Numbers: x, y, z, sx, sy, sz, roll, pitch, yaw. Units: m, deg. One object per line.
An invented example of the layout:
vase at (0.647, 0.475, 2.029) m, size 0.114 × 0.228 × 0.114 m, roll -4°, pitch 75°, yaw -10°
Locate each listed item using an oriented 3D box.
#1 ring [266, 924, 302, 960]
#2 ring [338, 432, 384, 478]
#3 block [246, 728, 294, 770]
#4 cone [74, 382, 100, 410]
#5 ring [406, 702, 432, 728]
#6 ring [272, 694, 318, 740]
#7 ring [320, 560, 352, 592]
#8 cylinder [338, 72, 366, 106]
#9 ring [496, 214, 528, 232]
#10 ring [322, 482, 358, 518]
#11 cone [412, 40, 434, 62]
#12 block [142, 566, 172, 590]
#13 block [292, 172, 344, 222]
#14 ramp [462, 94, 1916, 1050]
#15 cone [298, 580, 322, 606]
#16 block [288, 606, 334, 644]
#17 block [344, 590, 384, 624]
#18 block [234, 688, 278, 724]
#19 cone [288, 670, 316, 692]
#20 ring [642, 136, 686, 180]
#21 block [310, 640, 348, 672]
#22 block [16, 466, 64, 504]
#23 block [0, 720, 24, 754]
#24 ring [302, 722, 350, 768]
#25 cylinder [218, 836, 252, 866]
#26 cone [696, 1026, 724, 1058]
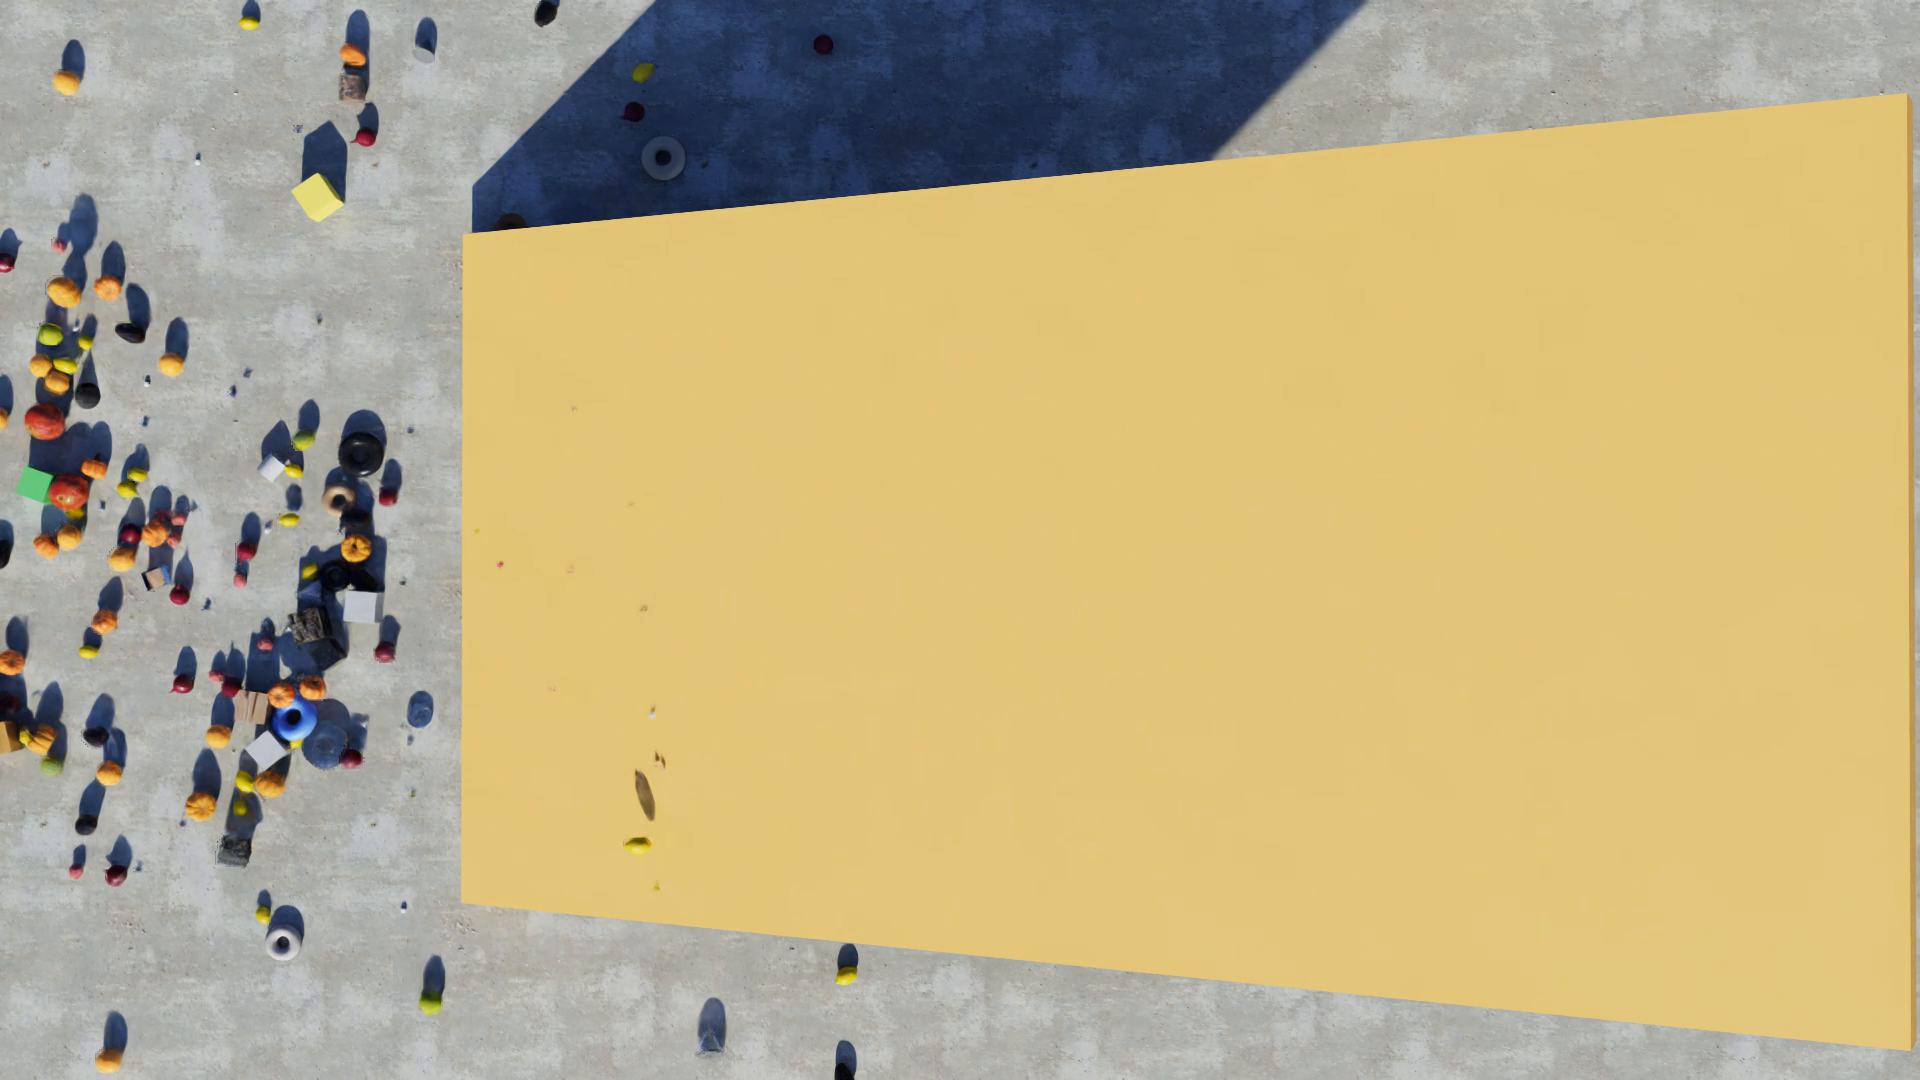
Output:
ring at (-2.042, 1.213, 6.636) m, size 0.112 × 0.037 × 0.112 m, roll 0°, pitch 90°, yaw 1°
ring at (-1.811, -0.259, 6.647) m, size 0.139 × 0.046 × 0.139 m, roll 0°, pitch 91°, yaw 0°
block at (-2.076, 0.629, 6.617) m, size 0.086 × 0.086 × 0.086 m, roll -41°, pitch 90°, yaw 0°
cone at (-2.647, -0.437, 6.630) m, size 0.081 × 0.081 × 0.081 m, roll 0°, pitch 89°, yaw 0°
ring at (-1.635, 0.531, 6.649) m, size 0.078 × 0.026 × 0.078 m, roll 0°, pitch 89°, yaw 1°
ring at (-2.004, 0.534, 6.622) m, size 0.145 × 0.048 × 0.145 m, roll -4°, pitch 71°, yaw 11°
ring at (-1.888, 0.108, 6.650) m, size 0.098 × 0.033 × 0.098 m, roll 0°, pitch 91°, yaw 0°
cylinder at (-1.837, -1.361, 6.643) m, size 0.073 × 0.073 × 0.073 m, roll -17°, pitch 66°, yaw 0°
ring at (-1.358, -0.941, 6.660) m, size 0.098 × 0.033 × 0.098 m, roll 0°, pitch 91°, yaw -1°
ring at (-1.876, -0.122, 6.650) m, size 0.106 × 0.035 × 0.106 m, roll 0°, pitch 89°, yaw -2°
cone at (-1.619, -1.495, 6.666) m, size 0.067 × 0.067 × 0.067 m, roll 9°, pitch 63°, yaw 0°
block at (-2.425, 0.116, 6.637) m, size 0.056 × 0.056 × 0.056 m, roll -21°, pitch 89°, yaw 0°
block at (-1.935, -1.032, 6.628) m, size 0.097 × 0.097 × 0.097 m, roll -35°, pitch 90°, yaw 0°
ramp at (0.271, 0.075, 5.629) m, size 4.000 × 0.100 × 2.000 m, roll 0°, pitch 89°, yaw 30°
cone at (-1.947, 0.144, 6.648) m, size 0.078 × 0.078 × 0.078 m, roll 22°, pitch 62°, yaw 0°
block at (-1.954, 0.256, 6.618) m, size 0.092 × 0.092 × 0.092 m, roll -16°, pitch 89°, yaw 0°
block at (-1.793, 0.201, 6.619) m, size 0.092 × 0.092 × 0.092 m, roll 5°, pitch 89°, yaw 0°
block at (-2.117, 0.499, 6.616) m, size 0.091 × 0.091 × 0.091 m, roll 9°, pitch 89°, yaw 0°
cone at (-1.977, 0.441, 6.646) m, size 0.072 × 0.072 × 0.072 m, roll 30°, pitch 89°, yaw -26°
ring at (-0.897, -1.156, 6.656) m, size 0.136 × 0.045 × 0.136 m, roll 0°, pitch 89°, yaw 1°
block at (-1.902, 0.348, 6.629) m, size 0.069 × 0.069 × 0.069 m, roll -35°, pitch 90°, yaw 0°
block at (-2.773, -0.166, 6.625) m, size 0.087 × 0.087 × 0.087 m, roll 20°, pitch 89°, yaw 0°
block at (-2.890, 0.598, 6.615) m, size 0.092 × 0.092 × 0.092 m, roll -13°, pitch 89°, yaw 0°
ring at (-1.915, 0.620, 6.637) m, size 0.143 × 0.048 × 0.143 m, roll 0°, pitch 91°, yaw 0°
cylinder at (-2.177, 0.934, 6.601) m, size 0.083 × 0.083 × 0.083 m, roll 12°, pitch 89°, yaw -23°
cone at (-0.757, 1.509, 6.632) m, size 0.088 × 0.088 × 0.088 m, roll -6°, pitch 63°, yaw 0°
